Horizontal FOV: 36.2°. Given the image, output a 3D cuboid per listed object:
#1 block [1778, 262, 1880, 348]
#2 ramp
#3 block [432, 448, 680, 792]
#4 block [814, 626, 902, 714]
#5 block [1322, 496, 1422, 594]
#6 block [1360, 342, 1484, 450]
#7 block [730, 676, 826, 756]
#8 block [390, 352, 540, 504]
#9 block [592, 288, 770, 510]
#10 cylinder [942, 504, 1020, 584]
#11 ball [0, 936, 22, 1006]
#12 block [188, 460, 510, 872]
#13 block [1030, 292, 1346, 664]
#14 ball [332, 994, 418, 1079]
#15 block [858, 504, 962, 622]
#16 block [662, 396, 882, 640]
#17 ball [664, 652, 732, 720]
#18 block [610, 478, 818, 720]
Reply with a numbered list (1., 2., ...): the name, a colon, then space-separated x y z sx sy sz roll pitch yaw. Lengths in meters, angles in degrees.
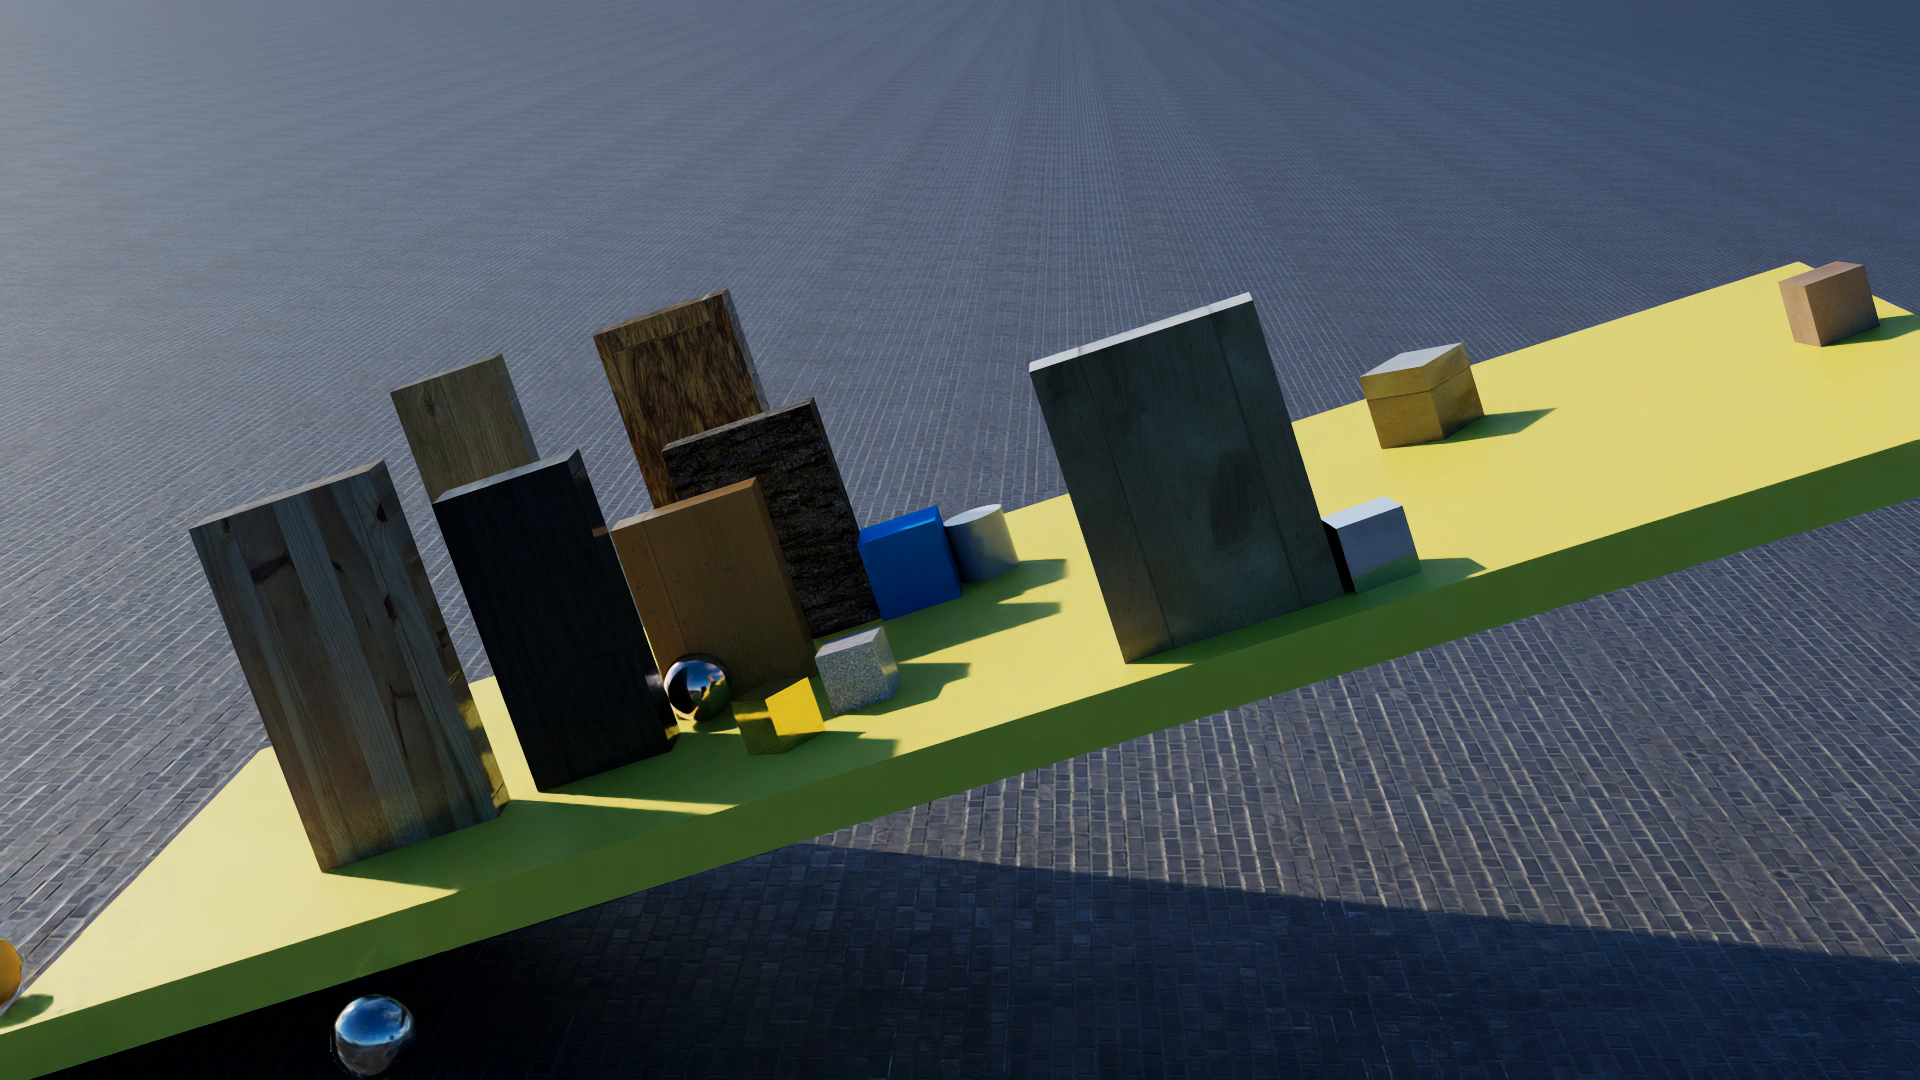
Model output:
1. block: 1.821 -0.495 6.164 0.134 0.134 0.134 -19 11 -5
2. ramp: 0.104 0.182 6.308 4.000 0.100 2.000 -18 11 6
3. block: -0.818 0.164 5.990 0.289 0.629 0.145 -18 11 6
4. block: -0.202 0.257 5.841 0.122 0.122 0.122 -16 11 11
5. block: 0.759 0.009 5.437 0.129 0.129 0.129 -19 11 -3
6. block: 1.027 -0.320 6.536 0.171 0.171 0.171 -8 15 44
7. block: -0.353 0.341 5.697 0.113 0.113 0.113 -27 14 -39
8. block: -1.071 -0.020 6.910 0.258 0.793 0.092 -18 11 6
9. block: -0.599 -0.198 7.118 0.325 0.751 0.139 -18 11 6
10. cylinder: 0.049 0.008 6.634 0.138 0.138 0.138 -18 11 3
11. ball: -1.901 0.840 5.709 0.155 0.155 0.155 0 12 0
12. block: -1.220 0.254 5.906 0.382 0.743 0.130 -18 11 6
13. block: 0.418 -0.113 5.427 0.424 0.574 0.118 -18 11 6
14. ball: -1.024 0.869 5.145 0.148 0.148 0.148 0 12 0
15. block: -0.111 0.051 6.573 0.181 0.181 0.181 -18 11 4
16. block: -0.413 -0.022 6.571 0.347 0.507 0.104 -18 11 6
17. ball: -0.546 0.304 6.128 0.145 0.145 0.145 0 12 0
18. block: -0.514 0.124 6.221 0.312 0.428 0.113 -18 11 6
